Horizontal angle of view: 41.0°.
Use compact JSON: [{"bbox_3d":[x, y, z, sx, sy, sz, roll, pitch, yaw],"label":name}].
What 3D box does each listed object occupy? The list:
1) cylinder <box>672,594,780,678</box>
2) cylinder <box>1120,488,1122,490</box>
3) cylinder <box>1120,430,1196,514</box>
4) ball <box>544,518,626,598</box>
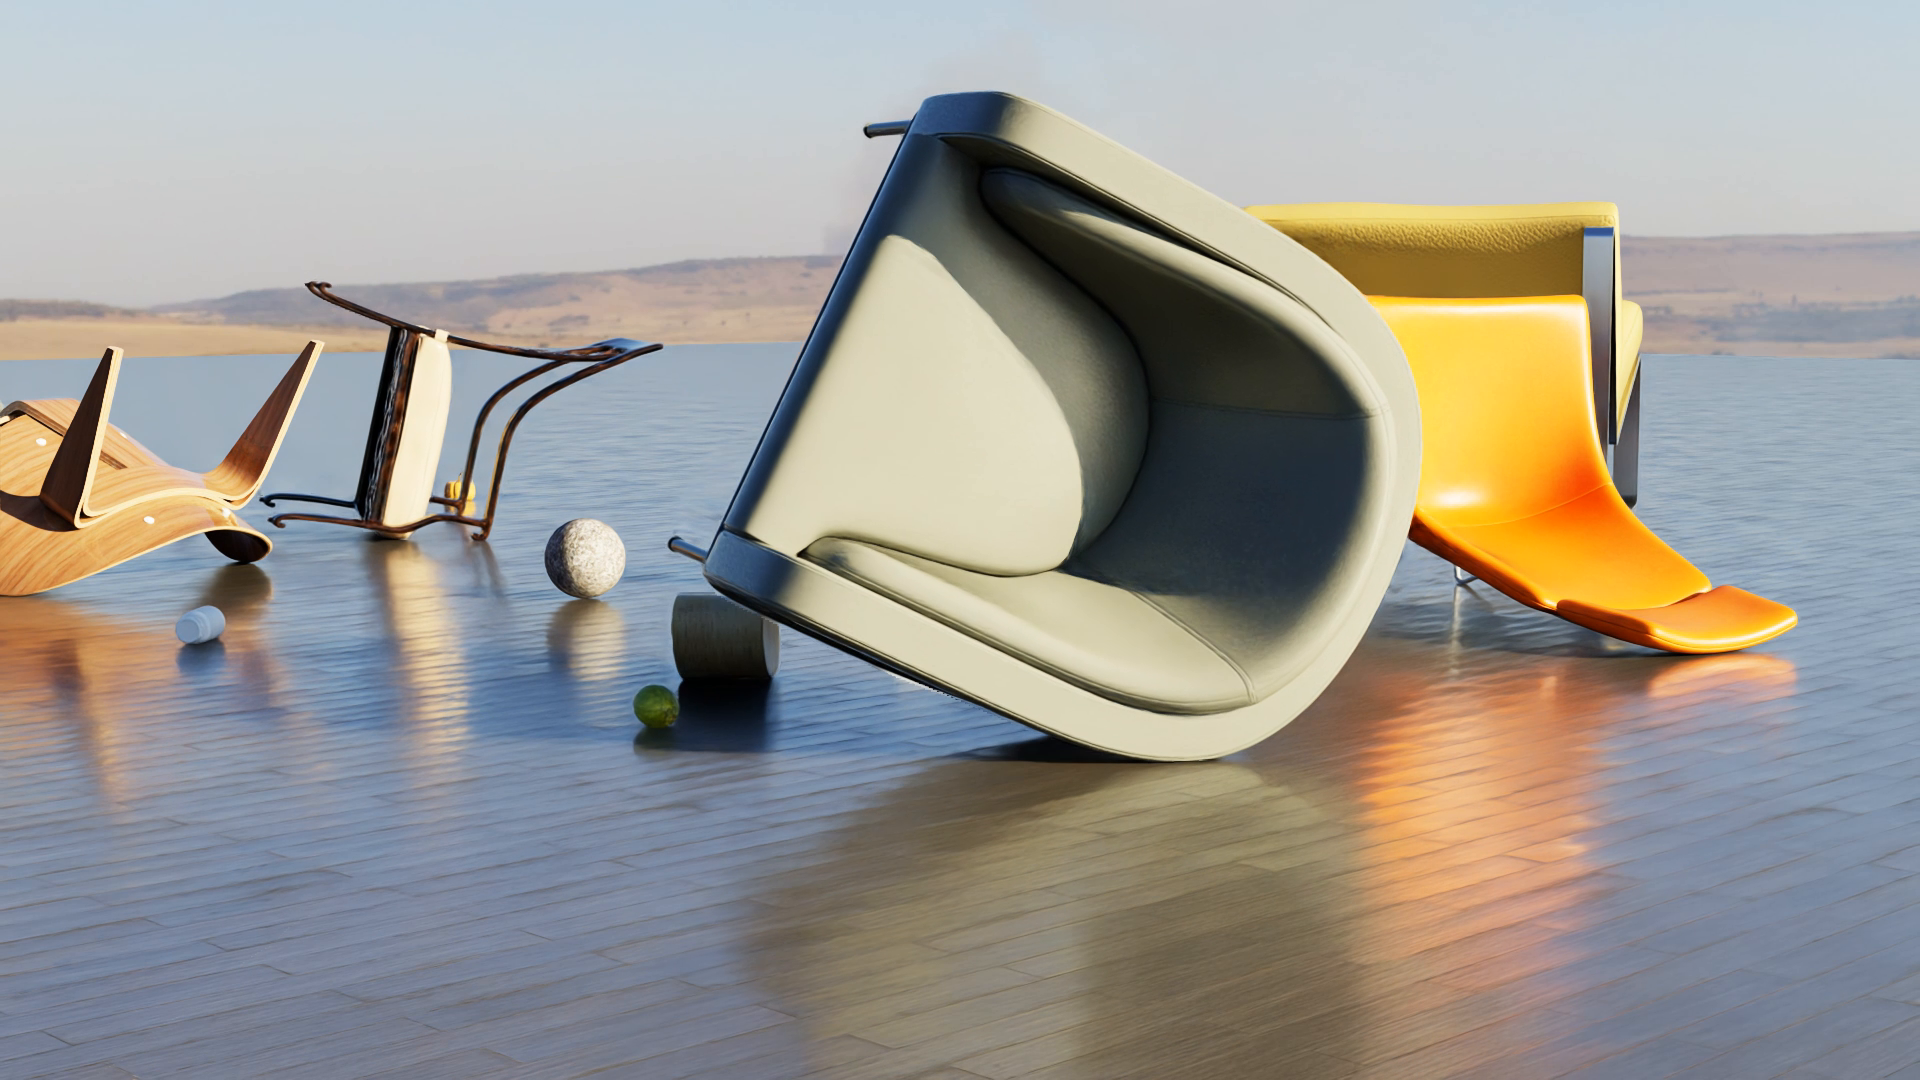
[{"bbox_3d":[-0.381,0.157,4.190,0.148,0.128,0.180,1,-25,5],"label":"cylinder"},{"bbox_3d":[0.566,-0.209,7.492,0.105,0.184,0.235,4,33,33],"label":"cylinder"},{"bbox_3d":[0.550,-0.189,7.129,0.133,0.230,0.221,3,-9,27],"label":"cylinder"},{"bbox_3d":[-0.766,0.037,5.245,0.165,0.165,0.165,0,6,0],"label":"ball"}]
